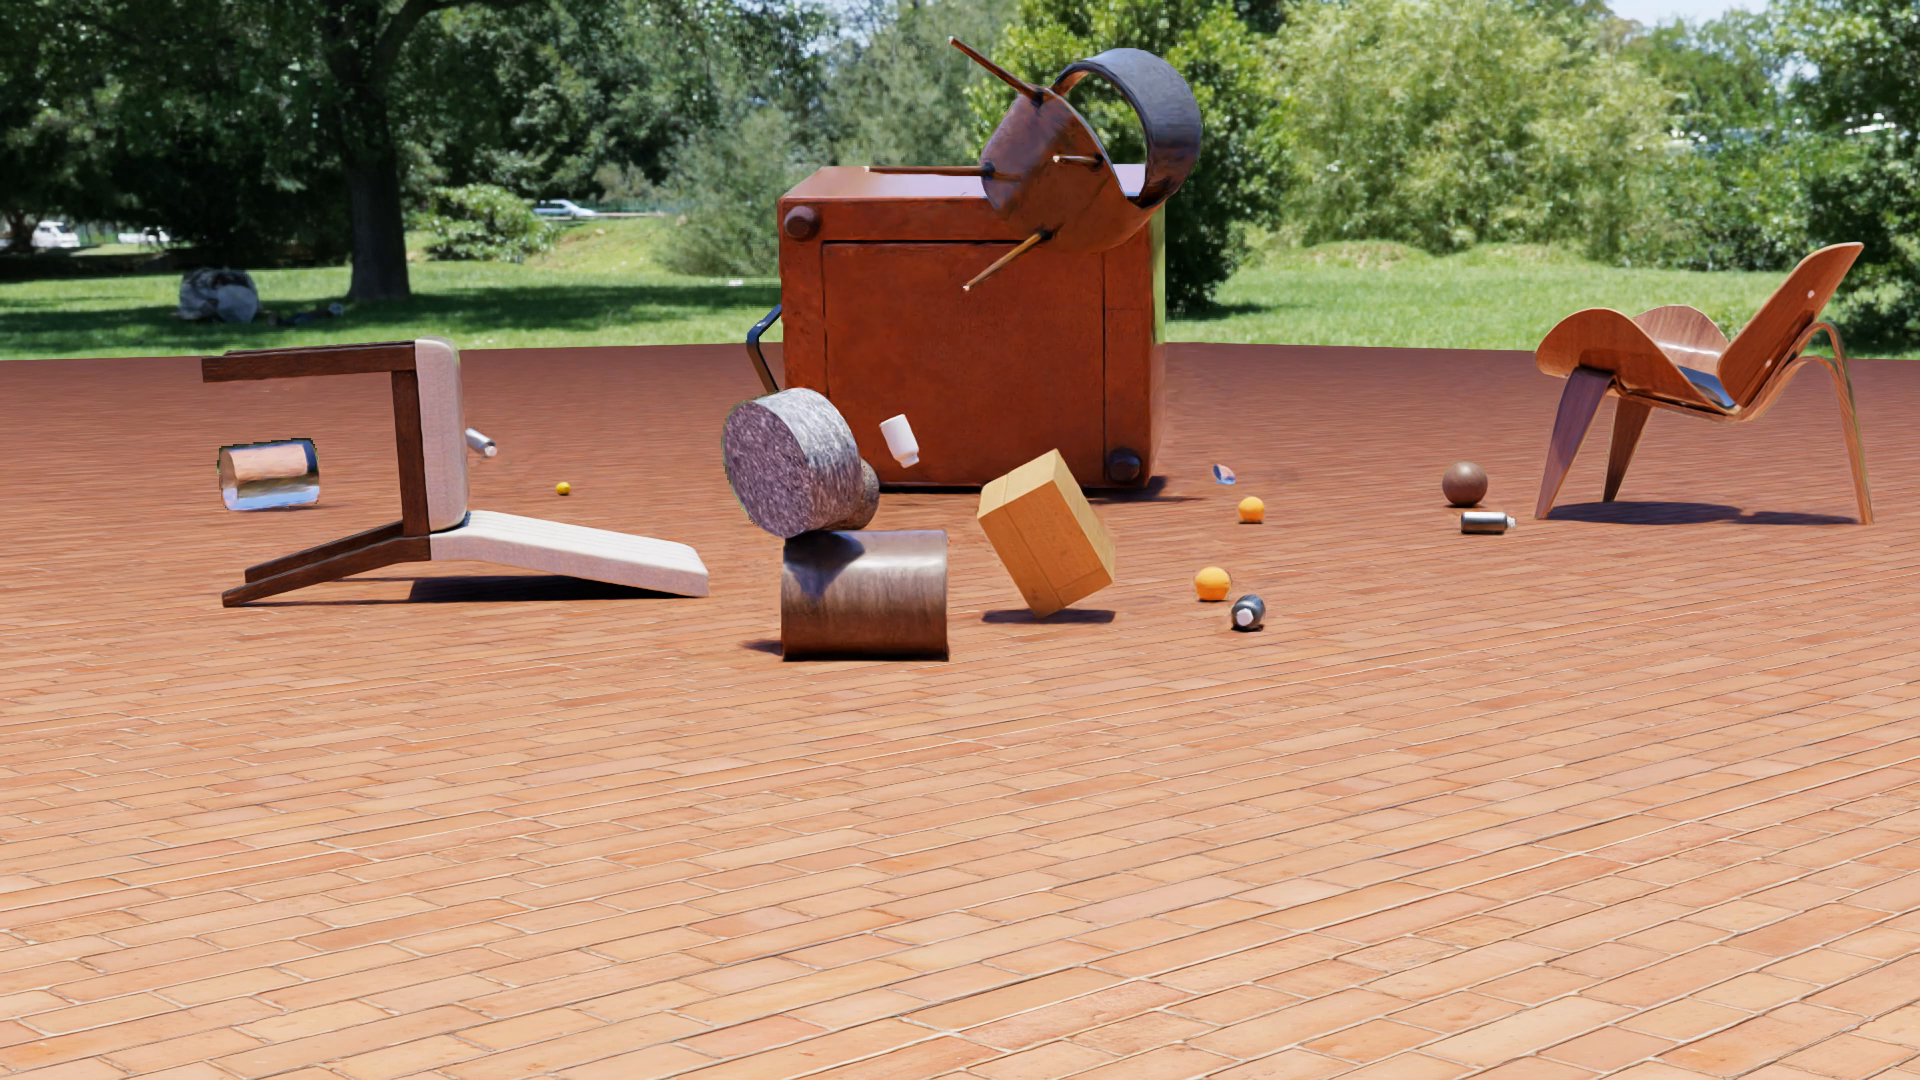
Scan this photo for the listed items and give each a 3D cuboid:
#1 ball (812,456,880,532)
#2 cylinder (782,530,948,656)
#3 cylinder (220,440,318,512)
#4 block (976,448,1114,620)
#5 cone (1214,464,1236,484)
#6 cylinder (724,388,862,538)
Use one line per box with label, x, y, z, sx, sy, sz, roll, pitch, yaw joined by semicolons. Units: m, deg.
ball;-0.313;-0.117;6.459;0.223;0.223;0.223;0;6;0
cylinder;-0.163;0.092;4.486;0.282;0.180;0.252;0;44;0
cylinder;-1.946;-0.182;7.227;0.230;0.178;0.169;-8;16;-30
block;0.168;-0.012;4.947;0.165;0.236;0.193;-27;16;13
cone;0.830;-0.194;8.150;0.082;0.040;0.096;33;34;-2
cylinder;-0.292;-0.135;4.471;0.106;0.243;0.268;-20;26;-34
